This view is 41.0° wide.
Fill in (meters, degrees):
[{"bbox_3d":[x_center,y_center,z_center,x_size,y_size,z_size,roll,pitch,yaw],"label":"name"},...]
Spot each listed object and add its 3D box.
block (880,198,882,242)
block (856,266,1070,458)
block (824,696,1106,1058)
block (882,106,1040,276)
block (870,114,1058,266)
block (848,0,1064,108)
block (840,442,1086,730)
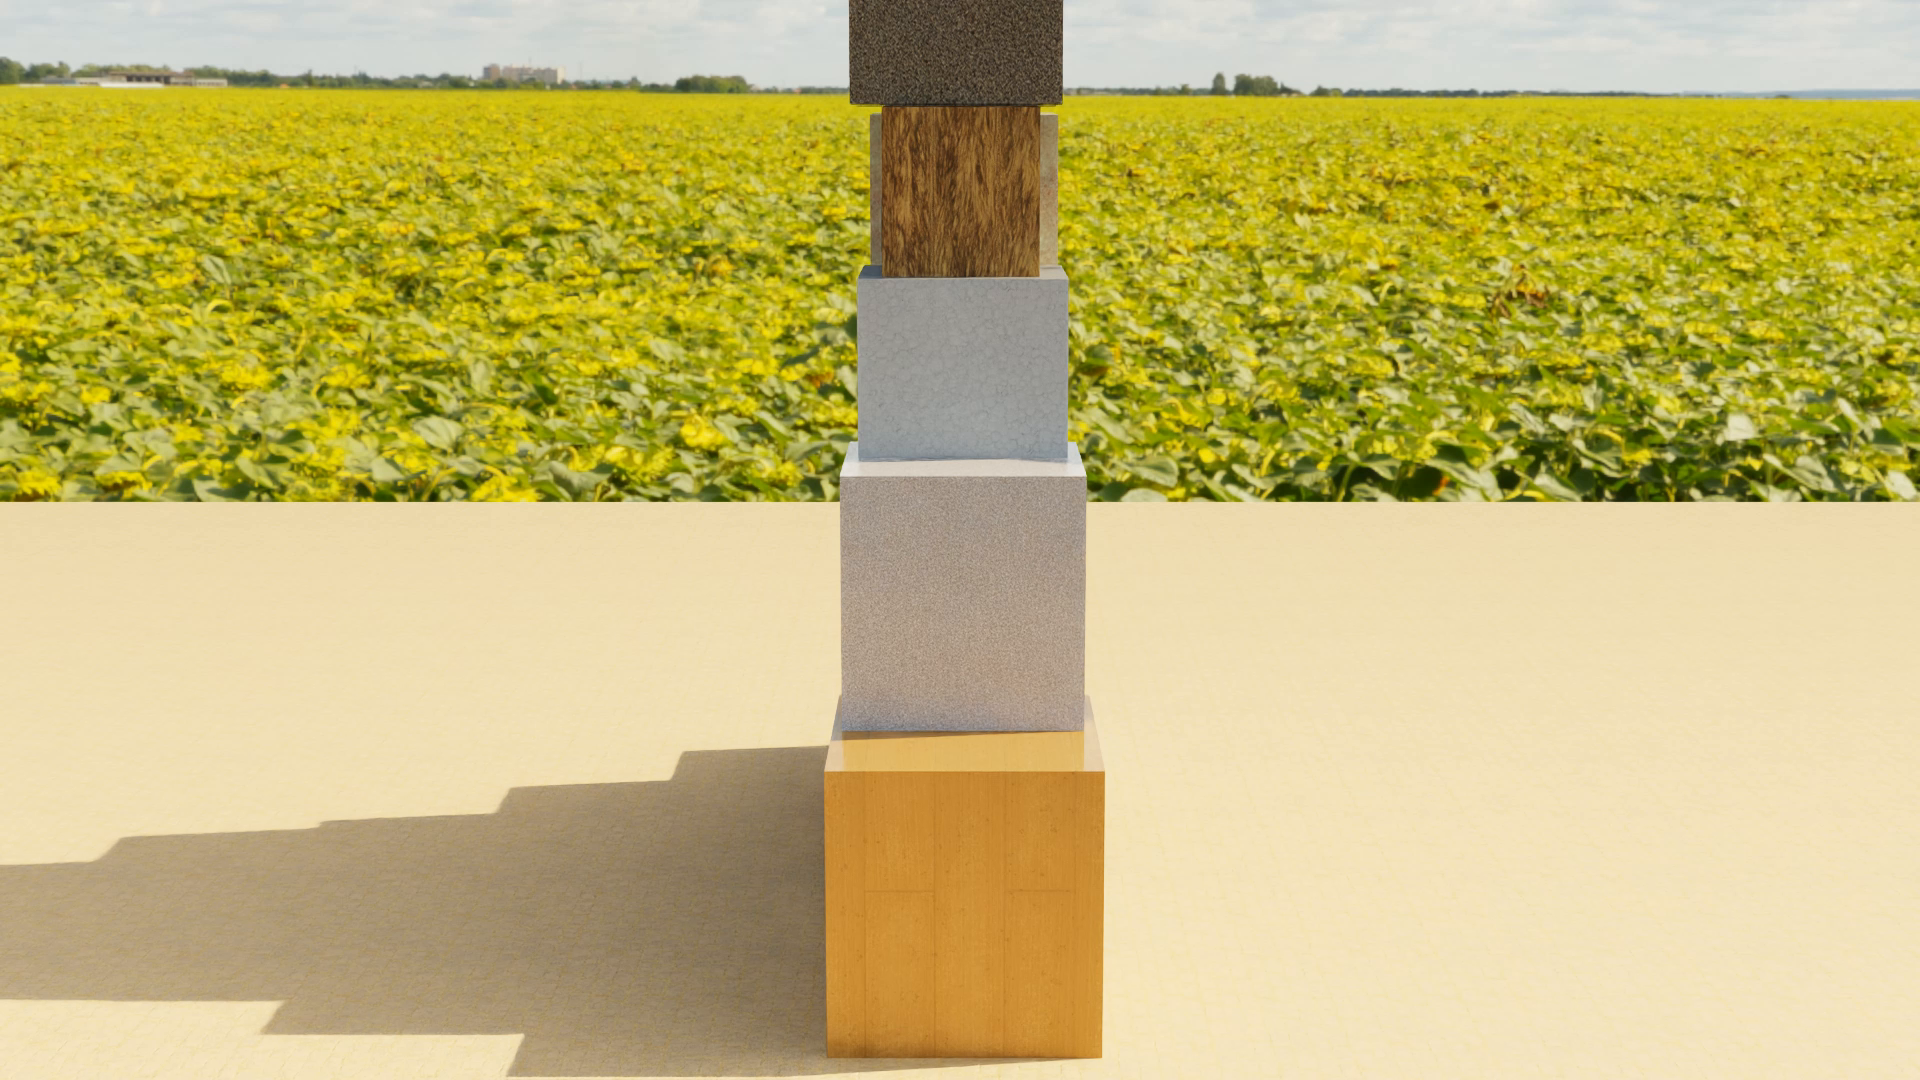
[{"bbox_3d":[-0.009,-1.202,10.853,0.631,0.511,0.633,0,10,0],"label":"block"},{"bbox_3d":[0.011,-0.722,10.215,0.809,0.689,0.742,0,10,0],"label":"block"},{"bbox_3d":[0.017,1.244,9.729,0.994,1.071,1.131,0,10,0],"label":"block"},{"bbox_3d":[0.004,-1.392,10.168,0.607,0.647,0.645,0,10,0],"label":"block"},{"bbox_3d":[0.018,-1.495,11.574,0.816,0.839,0.847,0,9,0],"label":"block"},{"bbox_3d":[-0.015,-2.219,10.513,0.843,0.865,0.879,0,9,0],"label":"block"},{"bbox_3d":[0.012,0.159,9.994,0.911,0.967,0.913,0,10,0],"label":"block"}]
